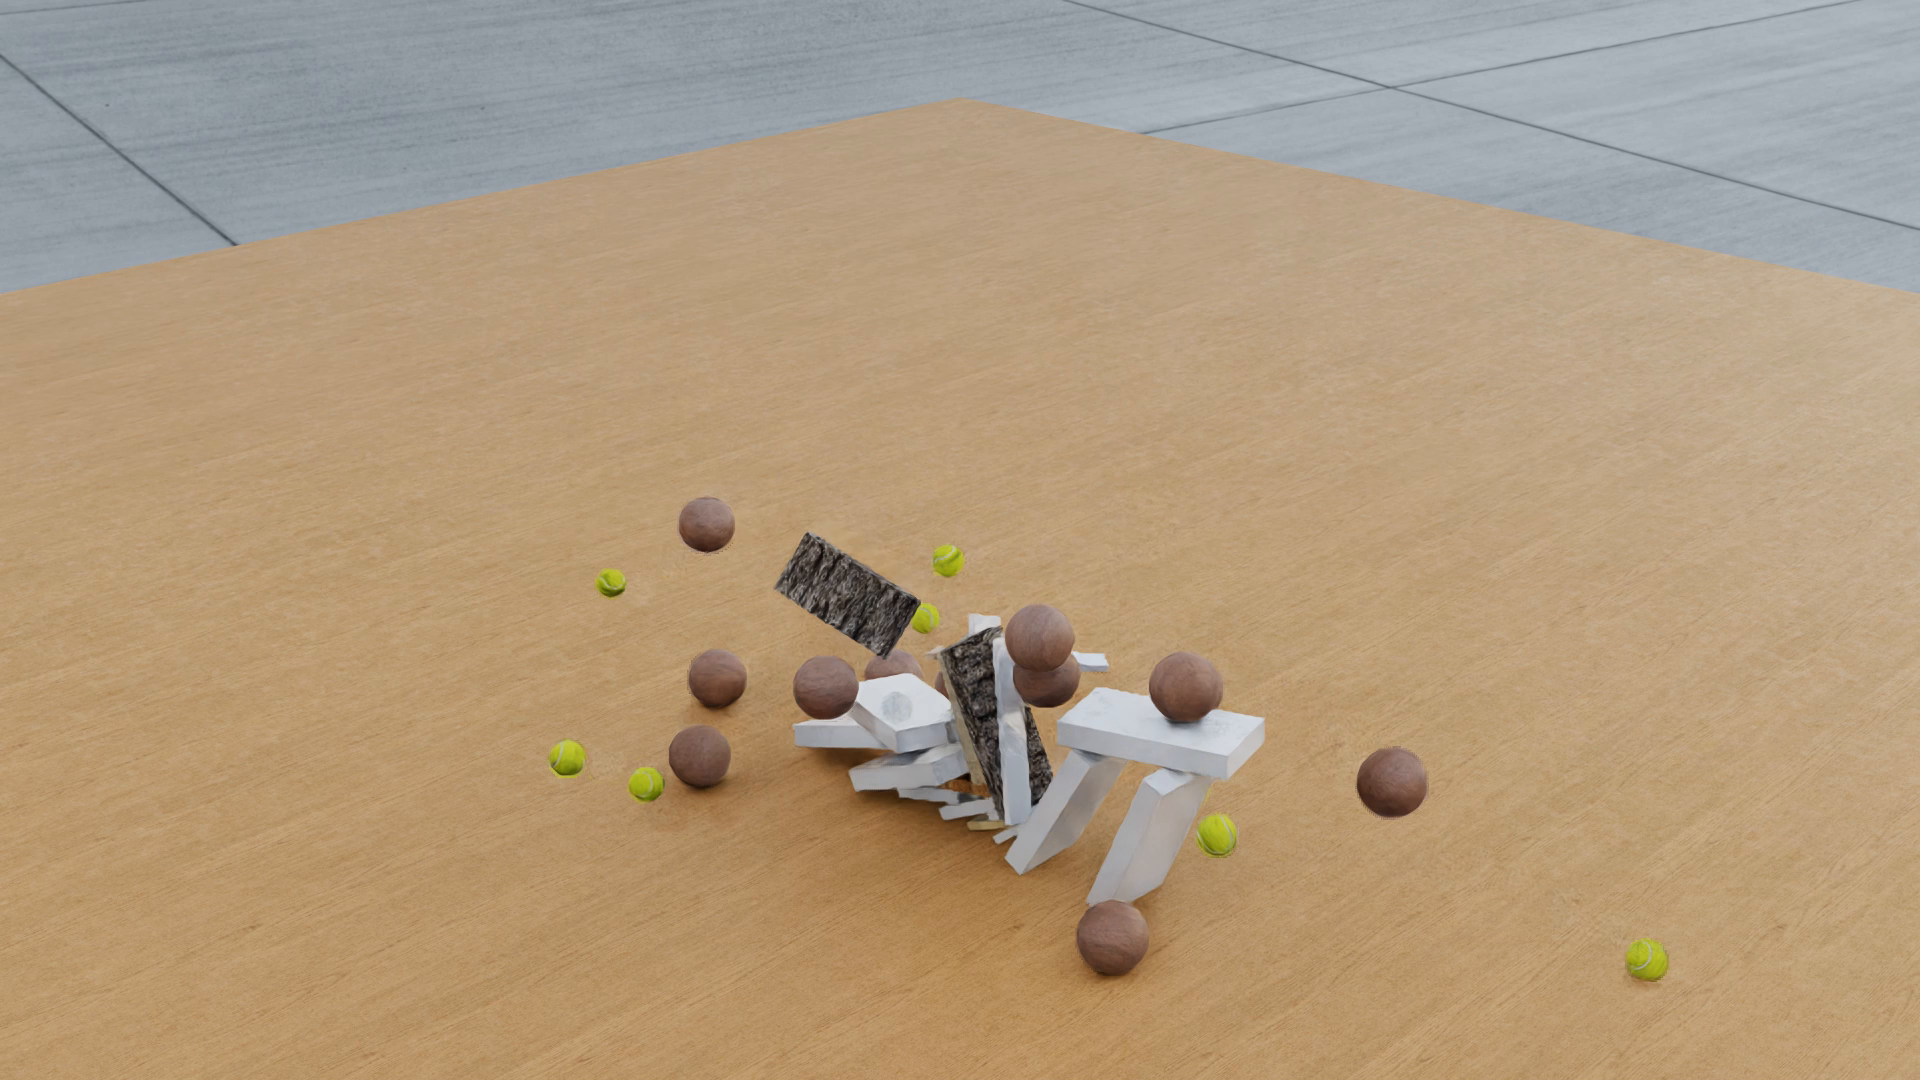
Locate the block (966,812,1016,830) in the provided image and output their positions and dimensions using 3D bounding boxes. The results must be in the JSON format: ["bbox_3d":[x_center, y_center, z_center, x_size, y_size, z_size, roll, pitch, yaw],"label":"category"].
[{"bbox_3d":[0.078,0.554,4.367,0.062,0.017,0.123,-23,7,-42],"label":"block"}]

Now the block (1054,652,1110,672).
[{"bbox_3d":[0.269,0.270,4.874,0.112,0.016,0.056,4,24,-12],"label":"block"}]

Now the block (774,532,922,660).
[{"bbox_3d":[-0.227,0.112,4.437,0.268,0.134,0.038,32,8,7],"label":"block"}]

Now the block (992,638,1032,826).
[{"bbox_3d":[0.100,0.368,4.237,0.056,0.358,0.016,3,-11,-40],"label":"block"}]

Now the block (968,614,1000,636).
[{"bbox_3d":[0.049,0.173,4.372,0.013,0.046,0.093,-7,-9,35],"label":"block"}]

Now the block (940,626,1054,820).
[{"bbox_3d":[0.078,0.353,4.257,0.134,0.347,0.038,-23,6,-40],"label":"block"}]

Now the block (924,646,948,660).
[{"bbox_3d":[-0.035,0.229,4.440,0.046,0.013,0.093,1,6,16],"label":"block"}]

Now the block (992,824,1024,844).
[{"bbox_3d":[0.125,0.561,4.319,0.062,0.017,0.123,-22,-8,-45],"label":"block"}]

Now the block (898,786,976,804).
[{"bbox_3d":[-0.031,0.500,4.470,0.096,0.027,0.193,-20,11,-38],"label":"block"}]

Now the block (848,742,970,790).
[{"bbox_3d":[-0.072,0.452,4.446,0.164,0.046,0.328,-20,3,-33],"label":"block"}]

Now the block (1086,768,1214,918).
[{"bbox_3d":[0.355,0.542,4.060,0.169,0.338,0.048,-22,53,-41],"label":"block"}]

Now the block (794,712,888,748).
[{"bbox_3d":[-0.173,0.397,4.610,0.328,0.046,0.164,-3,5,40],"label":"block"}]

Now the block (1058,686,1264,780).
[{"bbox_3d":[0.368,0.352,4.032,0.338,0.048,0.169,9,23,28],"label":"block"}]

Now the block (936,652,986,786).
[{"bbox_3d":[0.051,0.330,4.291,0.134,0.268,0.038,-16,1,-41],"label":"block"}]

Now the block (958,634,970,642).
[{"bbox_3d":[0.013,0.205,4.385,0.013,0.046,0.093,41,12,11],"label":"block"}]

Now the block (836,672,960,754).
[{"bbox_3d":[-0.113,0.345,4.417,0.164,0.046,0.328,-9,15,-22],"label":"block"}]

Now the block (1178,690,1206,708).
[{"bbox_3d":[0.420,0.342,4.173,0.016,0.113,0.056,6,41,-47],"label":"block"}]

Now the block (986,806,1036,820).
[{"bbox_3d":[0.116,0.528,4.314,0.062,0.017,0.123,-23,7,-41],"label":"block"}]

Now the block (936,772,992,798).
[{"bbox_3d":[0.045,0.474,4.365,0.096,0.027,0.193,-18,13,-36],"label":"block"}]

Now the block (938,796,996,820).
[{"bbox_3d":[0.055,0.519,4.384,0.096,0.027,0.193,-20,1,-42],"label":"block"}]

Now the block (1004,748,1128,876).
[{"bbox_3d":[0.218,0.490,4.195,0.169,0.338,0.048,-24,61,-43],"label":"block"}]
